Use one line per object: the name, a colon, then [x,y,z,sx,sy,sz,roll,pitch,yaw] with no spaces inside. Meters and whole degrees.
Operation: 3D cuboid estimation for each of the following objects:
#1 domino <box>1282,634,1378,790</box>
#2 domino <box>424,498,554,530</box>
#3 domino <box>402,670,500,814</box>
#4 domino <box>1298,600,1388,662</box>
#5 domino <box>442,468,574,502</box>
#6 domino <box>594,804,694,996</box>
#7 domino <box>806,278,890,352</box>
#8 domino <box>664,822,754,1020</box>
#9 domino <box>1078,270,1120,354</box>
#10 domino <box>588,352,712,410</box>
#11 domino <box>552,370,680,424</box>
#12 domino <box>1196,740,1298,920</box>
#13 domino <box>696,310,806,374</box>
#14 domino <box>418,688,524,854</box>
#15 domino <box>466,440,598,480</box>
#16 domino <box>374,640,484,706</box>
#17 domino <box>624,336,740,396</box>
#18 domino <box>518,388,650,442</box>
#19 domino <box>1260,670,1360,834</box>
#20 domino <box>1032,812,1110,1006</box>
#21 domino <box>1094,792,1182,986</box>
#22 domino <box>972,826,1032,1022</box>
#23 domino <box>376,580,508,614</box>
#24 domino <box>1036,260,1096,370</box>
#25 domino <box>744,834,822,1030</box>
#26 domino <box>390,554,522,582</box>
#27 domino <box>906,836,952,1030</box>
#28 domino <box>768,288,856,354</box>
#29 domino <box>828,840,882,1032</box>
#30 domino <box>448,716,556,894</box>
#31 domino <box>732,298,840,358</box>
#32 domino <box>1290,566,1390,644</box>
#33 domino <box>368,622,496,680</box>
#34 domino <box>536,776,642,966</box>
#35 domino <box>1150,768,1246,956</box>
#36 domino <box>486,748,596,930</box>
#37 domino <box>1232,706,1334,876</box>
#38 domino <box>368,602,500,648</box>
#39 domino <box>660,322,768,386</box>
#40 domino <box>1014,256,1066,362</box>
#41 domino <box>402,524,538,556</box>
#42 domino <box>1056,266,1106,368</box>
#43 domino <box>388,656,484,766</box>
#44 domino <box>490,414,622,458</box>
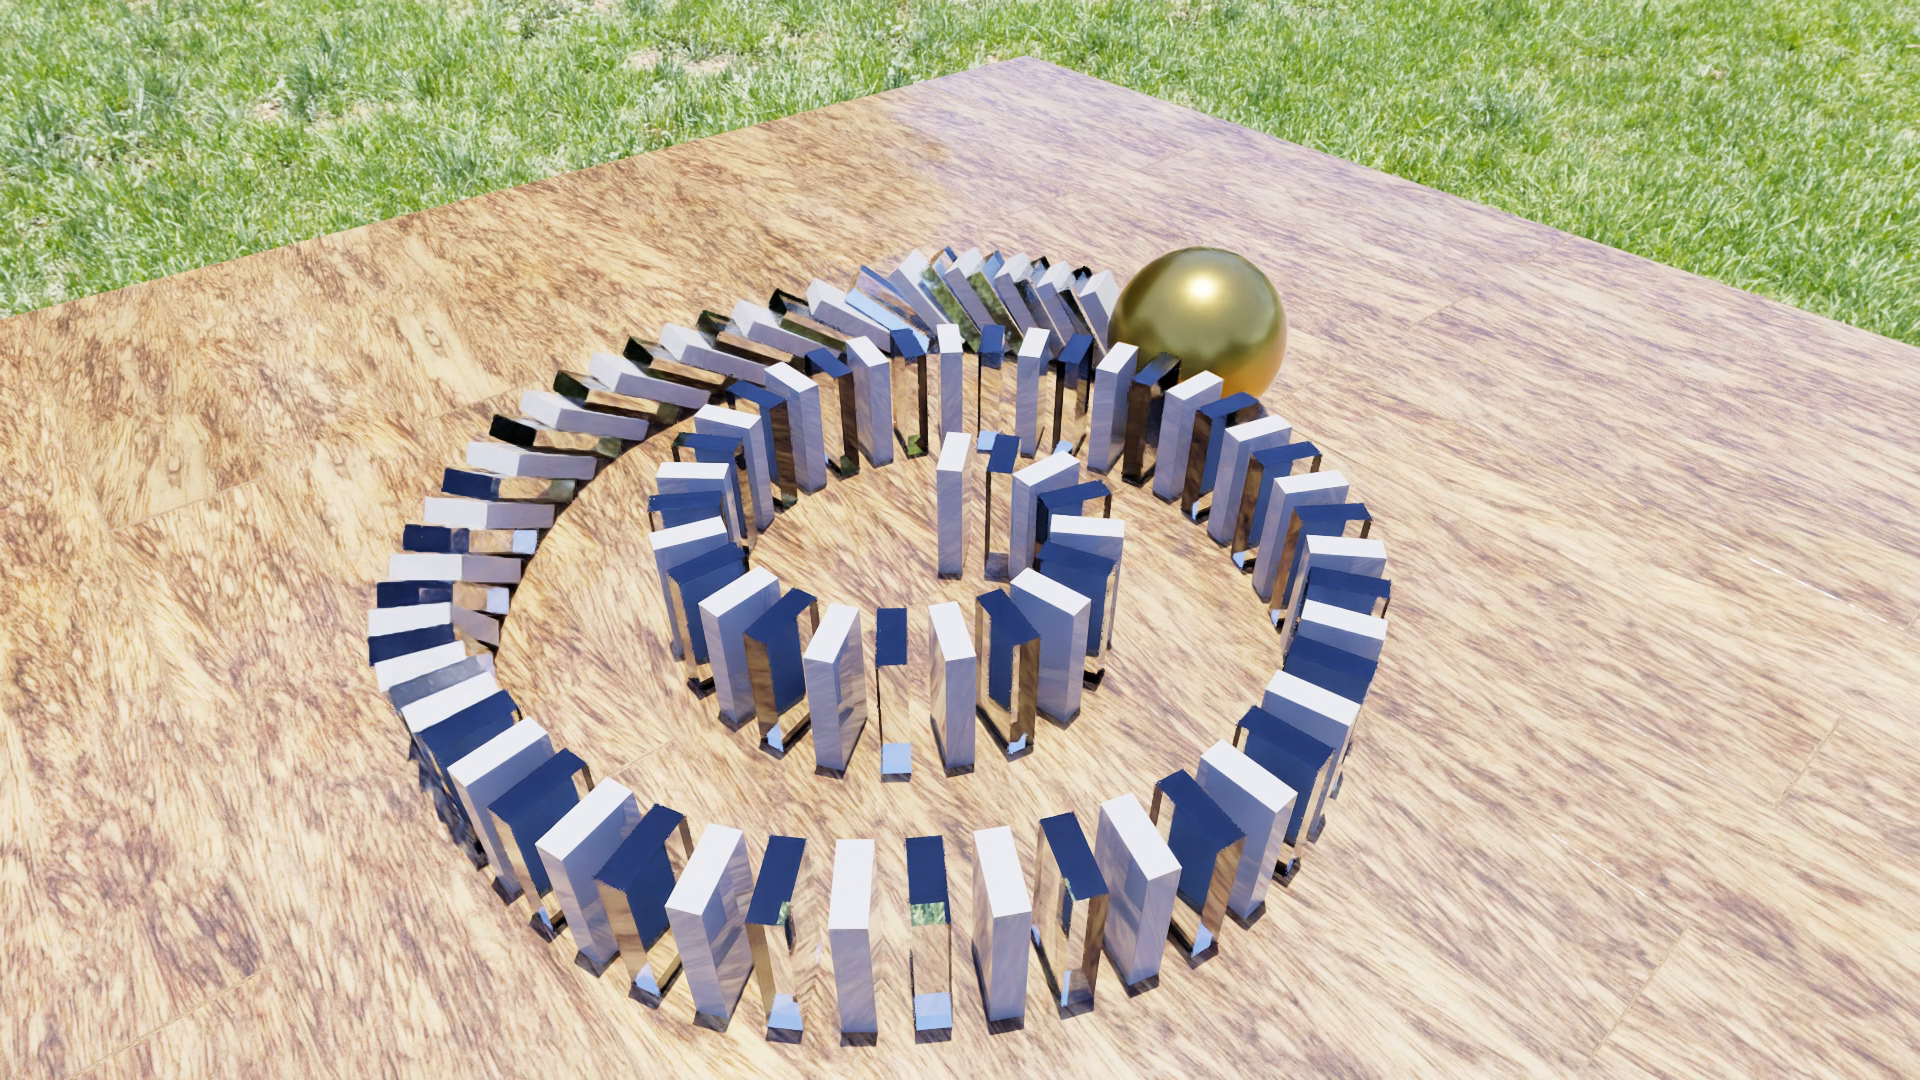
domino: [0.111,0.055,0.345,0.025,0.050,0.009,19,43,22]
domino: [-0.185,-0.011,0.434,0.025,0.009,0.050,6,2,7]
domino: [-0.149,0.062,0.335,0.025,0.050,0.010,-25,58,-27]
domino: [0.120,0.044,0.358,0.025,0.050,0.009,15,42,18]
domino: [-0.183,-0.022,0.449,0.025,0.009,0.050,11,5,13]
domino: [-0.081,0.097,0.294,0.009,0.050,0.025,16,42,19]
domino: [-0.053,-0.114,0.561,0.050,0.009,0.025,22,29,-30]
domino: [-0.063,0.101,0.289,0.010,0.050,0.025,10,40,11]
domino: [0.077,-0.105,0.541,0.009,0.050,0.025,-15,29,35]
domino: [-0.144,-0.074,0.513,0.025,0.010,0.050,35,17,35]
domino: [-0.156,-0.065,0.502,0.025,0.009,0.050,31,14,32]
domino: [0.077,0.082,0.311,0.010,0.050,0.025,-29,48,-31]
domino: [-0.102,-0.097,0.542,0.050,0.009,0.025,12,26,-41]
domino: [-0.139,0.069,0.327,0.025,0.050,0.009,-29,51,-31]
domino: [-0.179,-0.033,0.463,0.025,0.010,0.050,14,6,16]
domino: [-0.167,0.048,0.354,0.025,0.050,0.009,-15,70,-18]
domino: [-0.131,-0.082,0.523,0.050,0.009,0.025,8,24,-48]
domino: [-0.167,-0.055,0.490,0.025,0.010,0.050,26,12,28]
domino: [0.102,0.065,0.333,0.025,0.050,0.009,24,45,26]
domino: [0.028,0.098,0.291,0.010,0.050,0.025,-10,40,-12]
domino: [0.046,0.094,0.296,0.009,0.050,0.025,-15,42,-17]
domino: [0.010,0.101,0.288,0.009,0.050,0.025,-7,40,-8]
domino: [-0.183,0.021,0.392,0.025,0.050,0.009,-2,84,-3]
domino: [0.057,-0.111,0.549,0.009,0.050,0.025,-16,29,34]
domino: [-0.045,0.103,0.286,0.009,0.050,0.025,4,39,5]
domino: [-0.185,0.011,0.406,0.025,0.010,0.050,1,-2,1]
domino: [-0.008,0.103,0.286,0.009,0.050,0.025,-4,39,-4]
domino: [-0.070,-0.109,0.556,0.050,0.009,0.025,17,28,-34]
domino: [-0.026,0.103,0.285,0.009,0.050,0.025,0,39,0]
domino: [-0.127,0.077,0.317,0.009,0.050,0.025,29,48,31]
domino: [-0.087,-0.103,0.549,0.050,0.009,0.025,14,27,-38]
domino: [0.126,0.033,0.371,0.025,0.050,0.010,11,41,13]
domino: [-0.174,0.040,0.366,0.025,0.050,0.010,-10,75,-12]
domino: [-0.097,0.091,0.300,0.010,0.050,0.025,21,44,24]
domino: [0.063,0.089,0.303,0.010,0.050,0.025,-21,44,-23]
domino: [-0.112,0.084,0.308,0.010,0.050,0.025,25,46,28]
domino: [0.090,0.074,0.321,0.025,0.050,0.010,29,47,30]
domino: [-0.180,0.031,0.378,0.025,0.050,0.009,-5,80,-6]
domino: [-0.117,-0.090,0.533,0.050,0.010,0.025,10,25,-45]
domino: [0.047,-0.114,0.553,0.010,0.050,0.025,-16,29,34]
domino: [-0.186,0.000,0.420,0.025,0.009,0.050,5,0,6]
domino: [0.067,-0.107,0.545,0.010,0.050,0.025,-15,29,35]
domino: [-0.158,0.056,0.344,0.025,0.050,0.009,-22,65,-24]
domino: [-0.174,-0.045,0.477,0.025,0.010,0.050,20,9,23]
